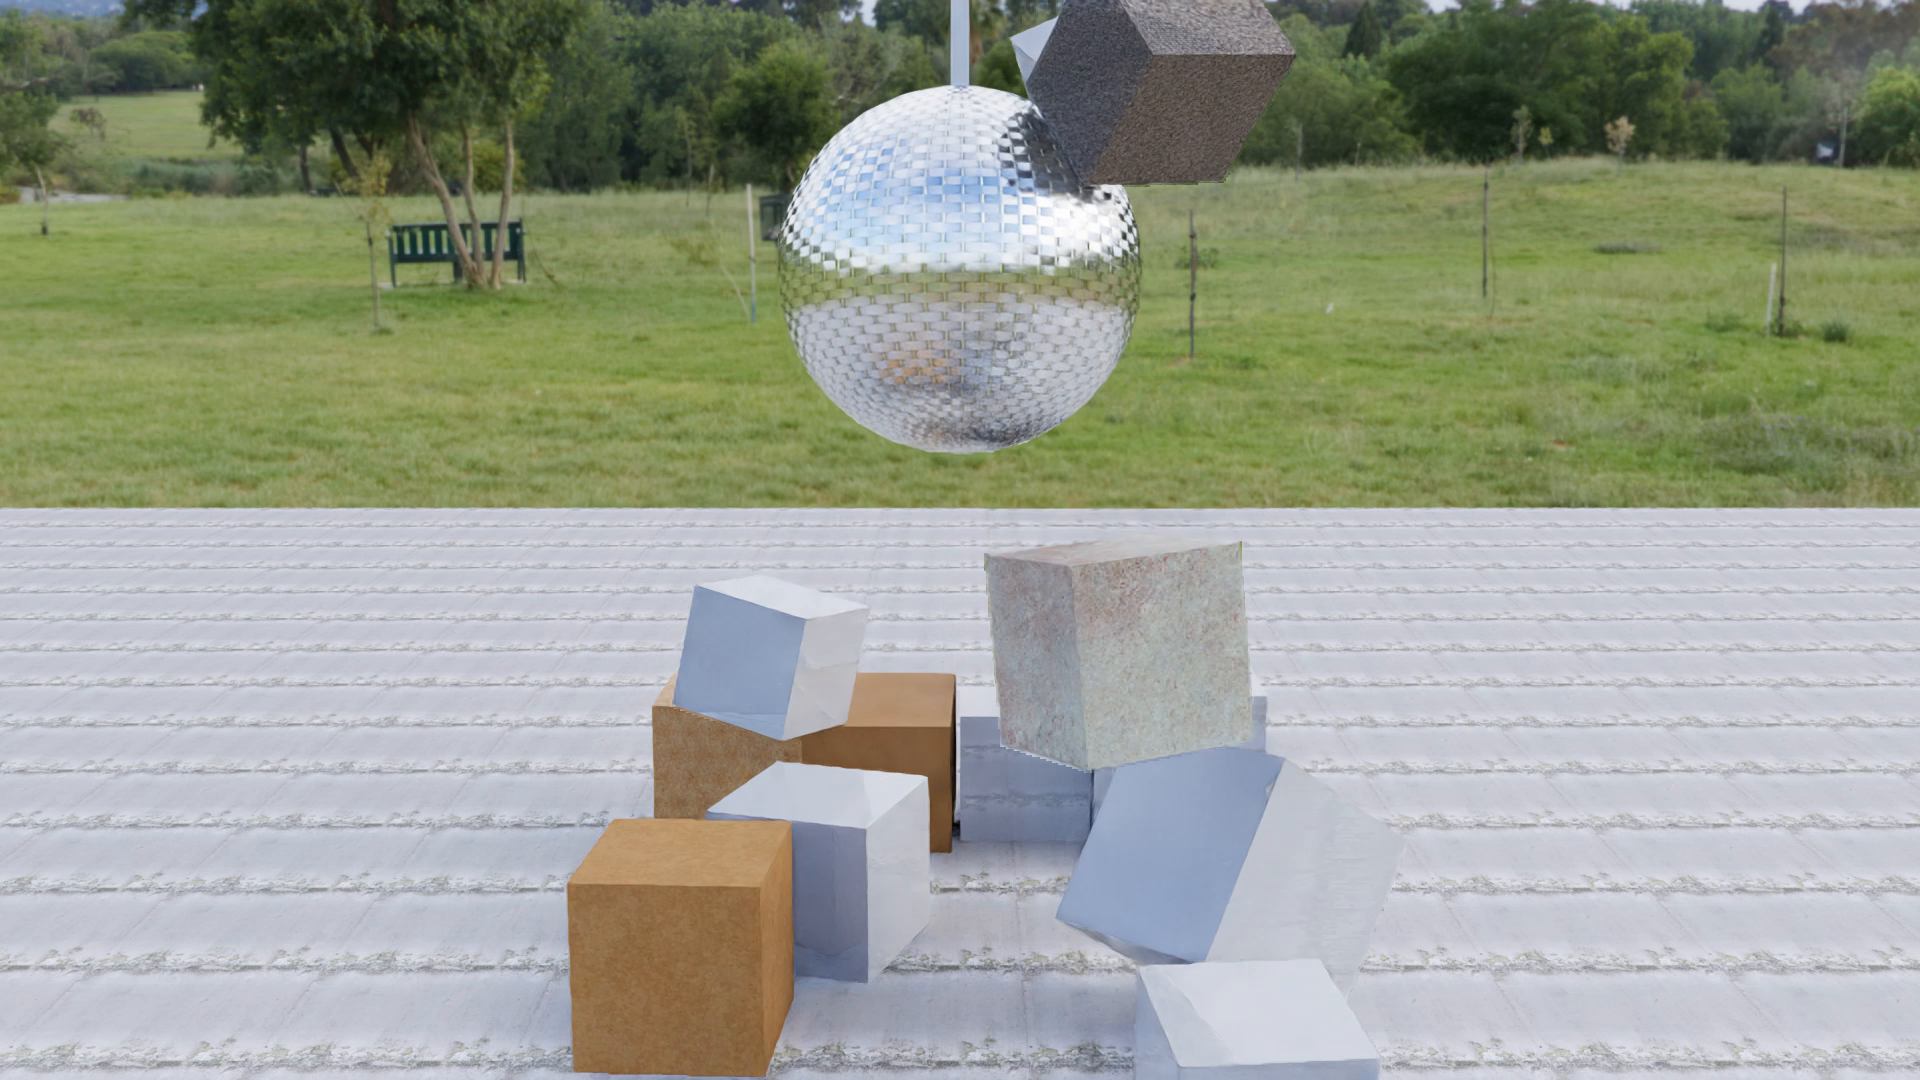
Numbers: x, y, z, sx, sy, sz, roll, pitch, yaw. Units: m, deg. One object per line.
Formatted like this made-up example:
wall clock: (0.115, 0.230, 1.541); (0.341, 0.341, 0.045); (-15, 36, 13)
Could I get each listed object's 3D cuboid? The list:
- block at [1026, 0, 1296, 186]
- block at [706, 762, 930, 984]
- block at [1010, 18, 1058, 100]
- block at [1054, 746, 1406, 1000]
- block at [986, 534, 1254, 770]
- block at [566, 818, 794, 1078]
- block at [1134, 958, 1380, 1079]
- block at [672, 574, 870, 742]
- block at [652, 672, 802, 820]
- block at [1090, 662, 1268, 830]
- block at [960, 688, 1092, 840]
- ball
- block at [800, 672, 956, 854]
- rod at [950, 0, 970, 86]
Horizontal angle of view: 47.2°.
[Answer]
block: (0.816, -1.938, 9.071); (0.713, 0.706, 0.596); (-8, 57, -30)
block: (-0.610, 1.443, 9.668); (0.737, 0.688, 0.757); (4, 12, 19)
block: (0.583, -2.099, 9.993); (0.486, 0.478, 0.421); (-25, 36, -6)
block: (1.081, 1.350, 8.761); (0.838, 0.839, 0.825); (34, -17, -36)
block: (0.564, 0.379, 7.874); (0.660, 0.699, 0.681); (-7, 6, -24)
block: (-1.083, 1.592, 8.693); (0.733, 0.756, 0.807); (0, 10, 4)
block: (0.942, 1.861, 7.183); (0.628, 0.714, 0.702); (-1, 15, -6)
block: (-0.904, 0.555, 10.598); (0.612, 0.591, 0.647); (16, 10, 23)
block: (-1.149, 1.122, 11.384); (0.758, 0.720, 0.717); (0, 10, 2)
block: (1.093, 1.085, 11.365); (0.850, 0.798, 0.878); (0, 10, 0)
block: (0.332, 1.153, 11.406); (0.661, 0.650, 0.595); (0, 10, 0)
ball: (0.000, -1.173, 9.622); (1.600, 1.600, 1.600); (0, 10, 0)
block: (-0.401, 1.127, 11.219); (0.736, 0.680, 0.715); (0, 18, 2)
rod: (0.000, -4.570, 9.766); (0.080, 5.200, 0.080); (0, -2, 0)
